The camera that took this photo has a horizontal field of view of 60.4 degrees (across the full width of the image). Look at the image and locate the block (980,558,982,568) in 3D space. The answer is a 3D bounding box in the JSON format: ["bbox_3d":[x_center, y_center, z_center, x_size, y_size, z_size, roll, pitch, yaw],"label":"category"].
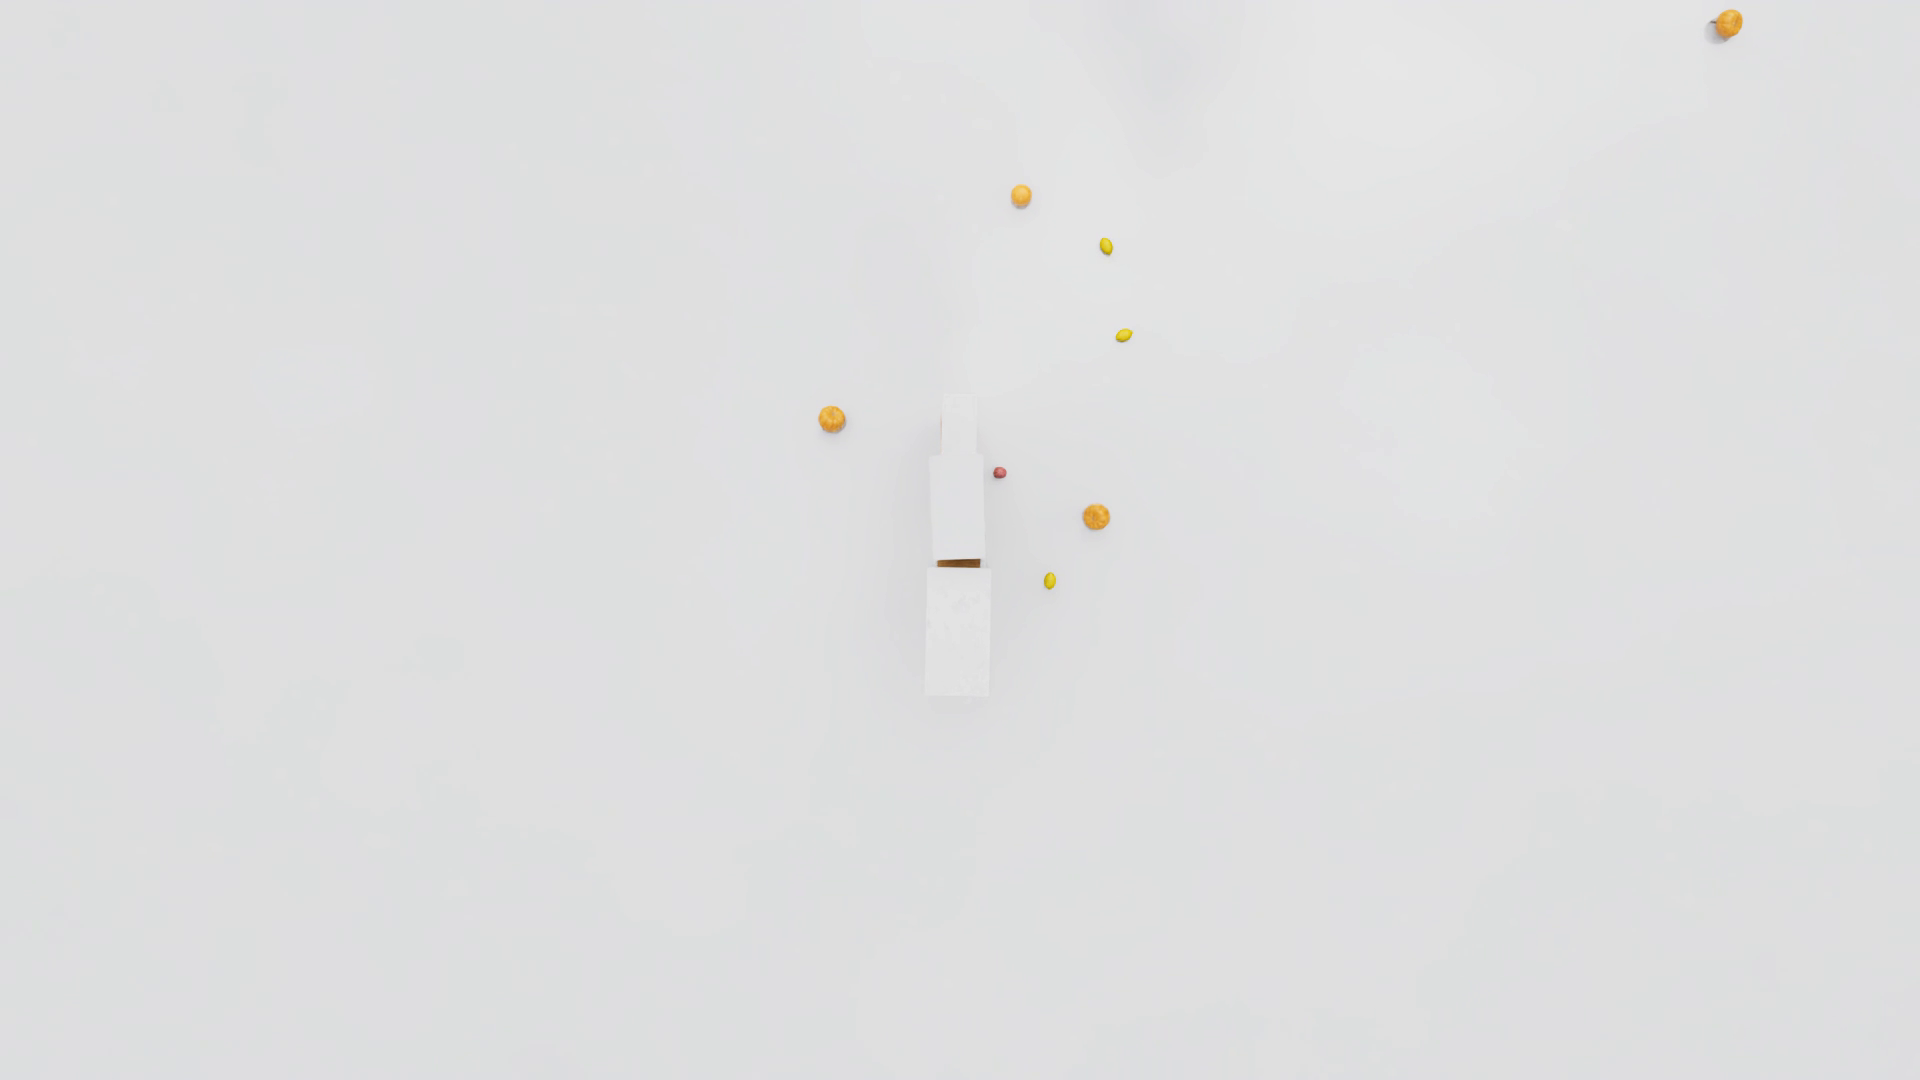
[{"bbox_3d":[0.001,0.061,4.991,0.126,0.252,0.036,5,90,0],"label":"block"}]

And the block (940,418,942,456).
[{"bbox_3d":[-0.005,-0.265,5.092,0.111,0.031,0.221,0,90,0],"label":"block"}]

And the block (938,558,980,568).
[{"bbox_3d":[-0.004,-0.020,4.846,0.126,0.036,0.252,-1,90,0],"label":"block"}]

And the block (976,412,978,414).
[{"bbox_3d":[0.000,-0.393,5.186,0.103,0.629,0.029,0,90,0],"label":"block"}]

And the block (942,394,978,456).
[{"bbox_3d":[-0.002,-0.326,4.857,0.103,0.029,0.205,1,90,0],"label":"block"}]

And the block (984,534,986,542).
[{"bbox_3d":[-0.001,0.012,4.685,0.143,0.285,0.040,0,86,0],"label":"block"}]

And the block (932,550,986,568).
[{"bbox_3d":[-0.001,0.199,5.141,0.168,0.048,0.336,0,90,0],"label":"block"}]

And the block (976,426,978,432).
[{"bbox_3d":[-0.003,-0.339,5.219,0.111,0.221,0.031,1,90,0],"label":"block"}]

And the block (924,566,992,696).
[{"bbox_3d":[-0.005,0.253,4.568,0.177,0.050,0.354,1,90,0],"label":"block"}]

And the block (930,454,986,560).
[{"bbox_3d":[-0.007,-0.090,4.522,0.143,0.040,0.285,-2,89,0],"label":"block"}]
